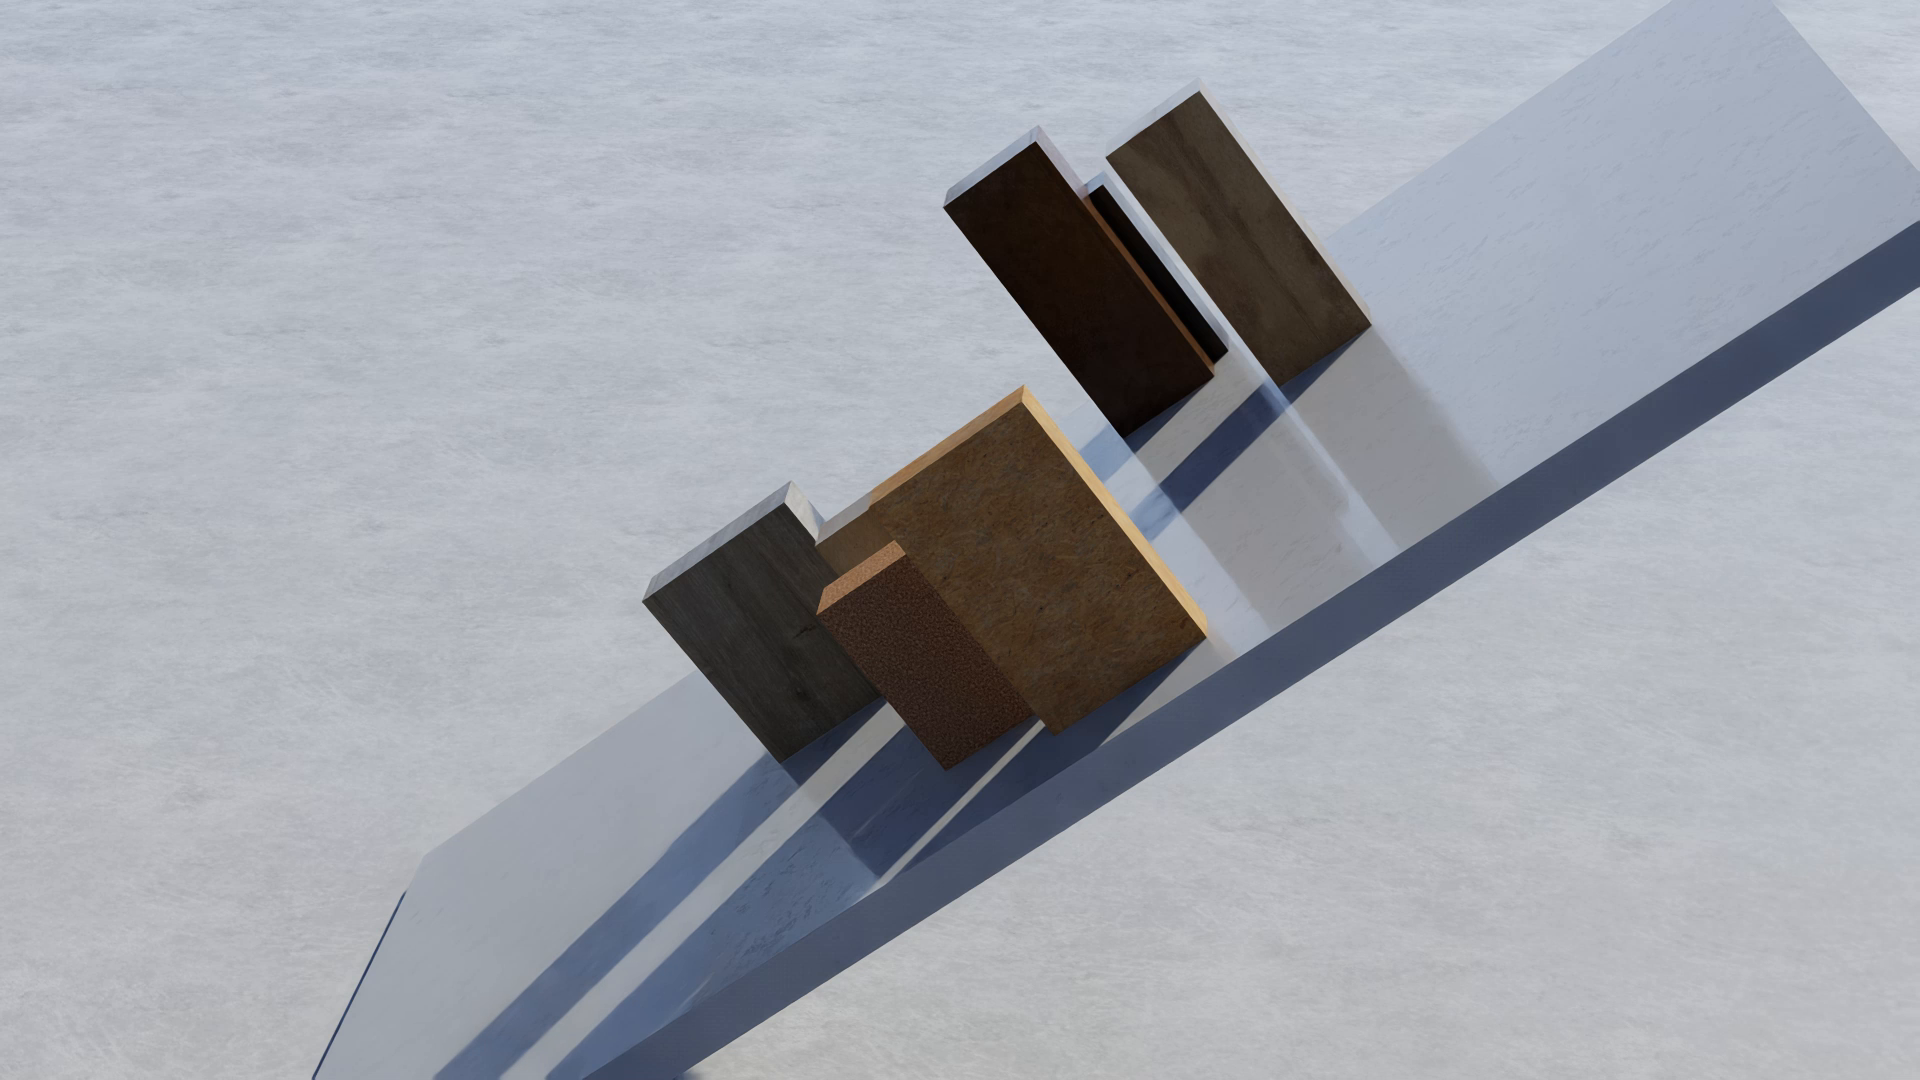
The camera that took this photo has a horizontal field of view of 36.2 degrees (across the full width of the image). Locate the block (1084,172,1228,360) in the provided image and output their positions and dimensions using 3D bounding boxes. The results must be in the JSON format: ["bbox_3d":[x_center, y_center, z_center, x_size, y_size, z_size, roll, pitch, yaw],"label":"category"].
[{"bbox_3d":[0.366,-0.567,6.780,0.272,0.489,0.118,-34,16,16],"label":"block"}]

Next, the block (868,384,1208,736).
[{"bbox_3d":[0.147,0.042,5.415,0.349,0.568,0.093,-34,16,16],"label":"block"}]

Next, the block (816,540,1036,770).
[{"bbox_3d":[-0.030,0.194,5.687,0.293,0.409,0.129,-34,16,16],"label":"block"}]

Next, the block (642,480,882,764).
[{"bbox_3d":[-0.379,0.180,6.388,0.395,0.477,0.130,-34,16,16],"label":"block"}]

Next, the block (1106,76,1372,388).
[{"bbox_3d":[0.592,-0.650,6.239,0.241,0.628,0.122,-34,16,16],"label":"block"}]

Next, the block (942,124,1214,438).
[{"bbox_3d":[0.274,-0.583,6.677,0.258,0.679,0.145,-34,16,16],"label":"block"}]

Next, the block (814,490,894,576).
[{"bbox_3d":[-0.031,0.069,5.992,0.320,0.434,0.112,-34,16,16],"label":"block"}]

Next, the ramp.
[{"bbox_3d":[0.129,0.179,6.322,4.000,0.100,2.000,-34,16,16],"label":"ramp"}]
